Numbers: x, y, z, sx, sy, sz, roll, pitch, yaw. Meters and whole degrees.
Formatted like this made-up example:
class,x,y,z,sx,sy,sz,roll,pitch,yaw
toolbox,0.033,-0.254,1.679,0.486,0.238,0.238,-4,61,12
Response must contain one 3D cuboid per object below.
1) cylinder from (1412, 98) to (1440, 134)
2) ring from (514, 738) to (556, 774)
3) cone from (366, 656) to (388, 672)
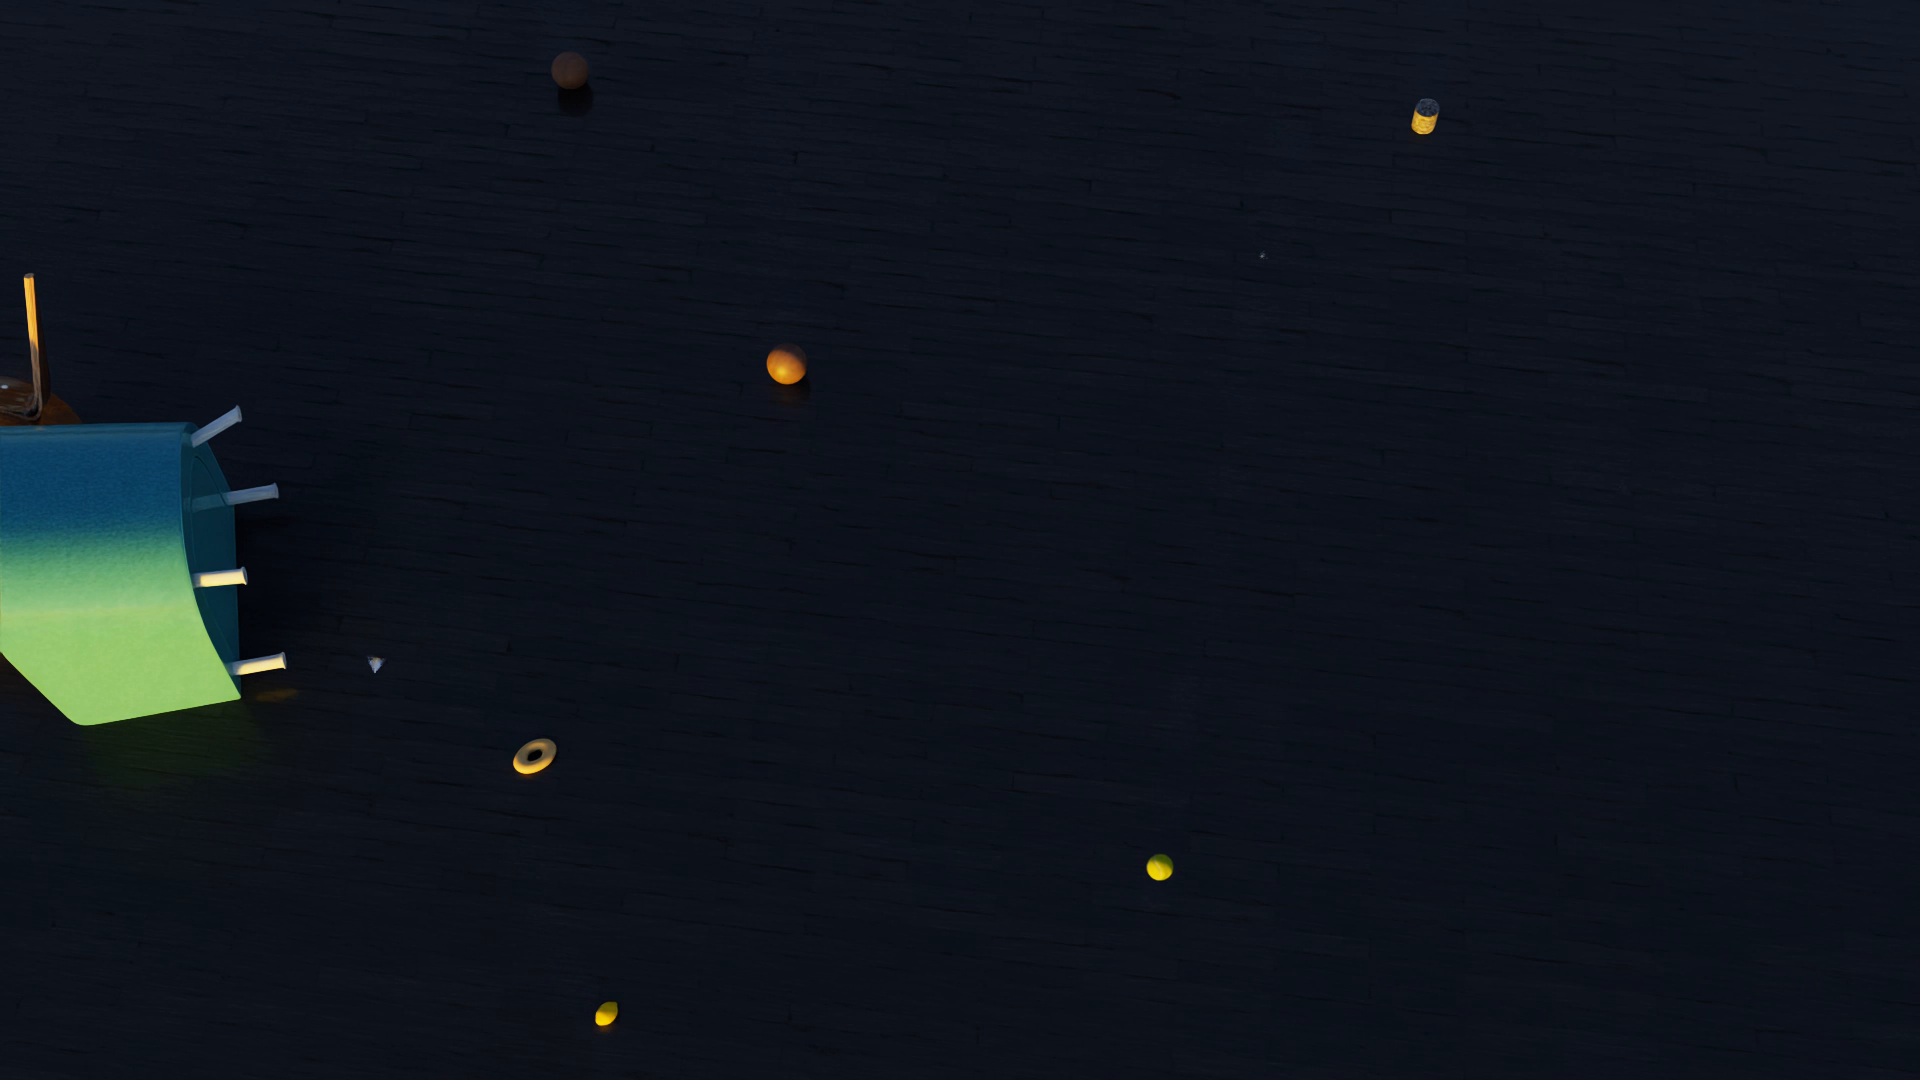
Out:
class,x,y,z,sx,sy,sz,roll,pitch,yaw
cylinder,1.586,-1.444,7.493,0.080,0.082,0.090,28,60,17
ring,-1.188,0.604,6.150,0.131,0.032,0.093,-33,61,-21
cone,-1.680,0.360,6.318,0.068,0.050,0.047,7,86,30
